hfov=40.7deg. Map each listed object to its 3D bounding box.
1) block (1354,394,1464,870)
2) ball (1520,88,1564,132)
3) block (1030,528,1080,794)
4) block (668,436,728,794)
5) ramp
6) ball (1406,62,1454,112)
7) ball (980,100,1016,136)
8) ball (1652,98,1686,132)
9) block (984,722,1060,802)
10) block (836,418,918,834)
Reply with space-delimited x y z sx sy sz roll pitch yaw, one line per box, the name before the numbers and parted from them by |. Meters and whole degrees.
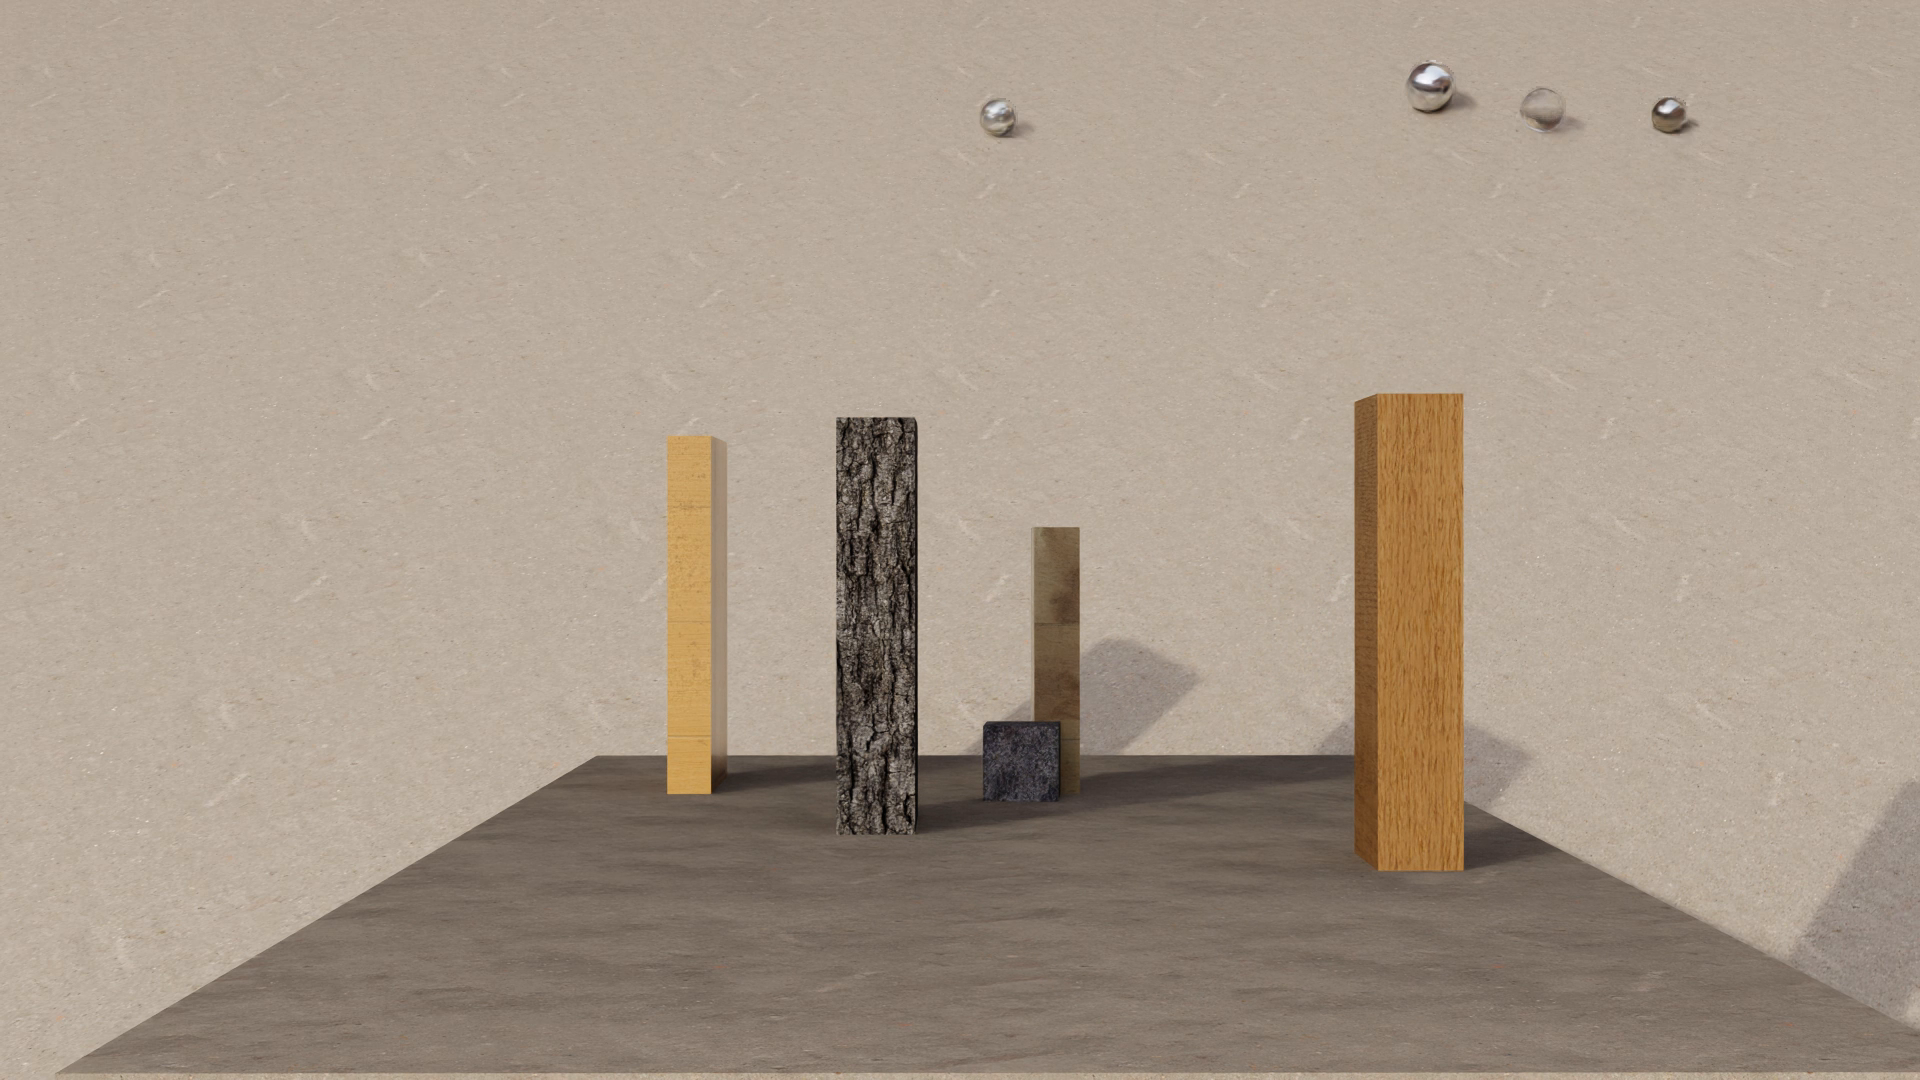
block | 0.766 0.153 4.431 0.143 0.794 0.252 0 0 0
ball | 2.397 -1.771 10.654 0.177 0.177 0.177 0 30 0
block | 0.210 0.262 5.750 0.099 0.580 0.265 0 0 0
block | -0.590 0.163 5.833 0.095 0.780 0.401 0 0 0
ramp | 0.067 0.601 4.662 2.000 0.100 4.000 0 0 0
ball | 1.968 -1.898 10.849 0.202 0.202 0.202 0 30 0
ball | 0.153 -1.736 10.625 0.146 0.146 0.146 0 30 0
ball | 2.918 -1.751 10.660 0.137 0.137 0.137 0 30 0
block | 0.133 0.473 5.539 0.159 0.159 0.159 0 0 4
block | -0.158 0.161 5.014 0.147 0.781 0.346 0 0 0
